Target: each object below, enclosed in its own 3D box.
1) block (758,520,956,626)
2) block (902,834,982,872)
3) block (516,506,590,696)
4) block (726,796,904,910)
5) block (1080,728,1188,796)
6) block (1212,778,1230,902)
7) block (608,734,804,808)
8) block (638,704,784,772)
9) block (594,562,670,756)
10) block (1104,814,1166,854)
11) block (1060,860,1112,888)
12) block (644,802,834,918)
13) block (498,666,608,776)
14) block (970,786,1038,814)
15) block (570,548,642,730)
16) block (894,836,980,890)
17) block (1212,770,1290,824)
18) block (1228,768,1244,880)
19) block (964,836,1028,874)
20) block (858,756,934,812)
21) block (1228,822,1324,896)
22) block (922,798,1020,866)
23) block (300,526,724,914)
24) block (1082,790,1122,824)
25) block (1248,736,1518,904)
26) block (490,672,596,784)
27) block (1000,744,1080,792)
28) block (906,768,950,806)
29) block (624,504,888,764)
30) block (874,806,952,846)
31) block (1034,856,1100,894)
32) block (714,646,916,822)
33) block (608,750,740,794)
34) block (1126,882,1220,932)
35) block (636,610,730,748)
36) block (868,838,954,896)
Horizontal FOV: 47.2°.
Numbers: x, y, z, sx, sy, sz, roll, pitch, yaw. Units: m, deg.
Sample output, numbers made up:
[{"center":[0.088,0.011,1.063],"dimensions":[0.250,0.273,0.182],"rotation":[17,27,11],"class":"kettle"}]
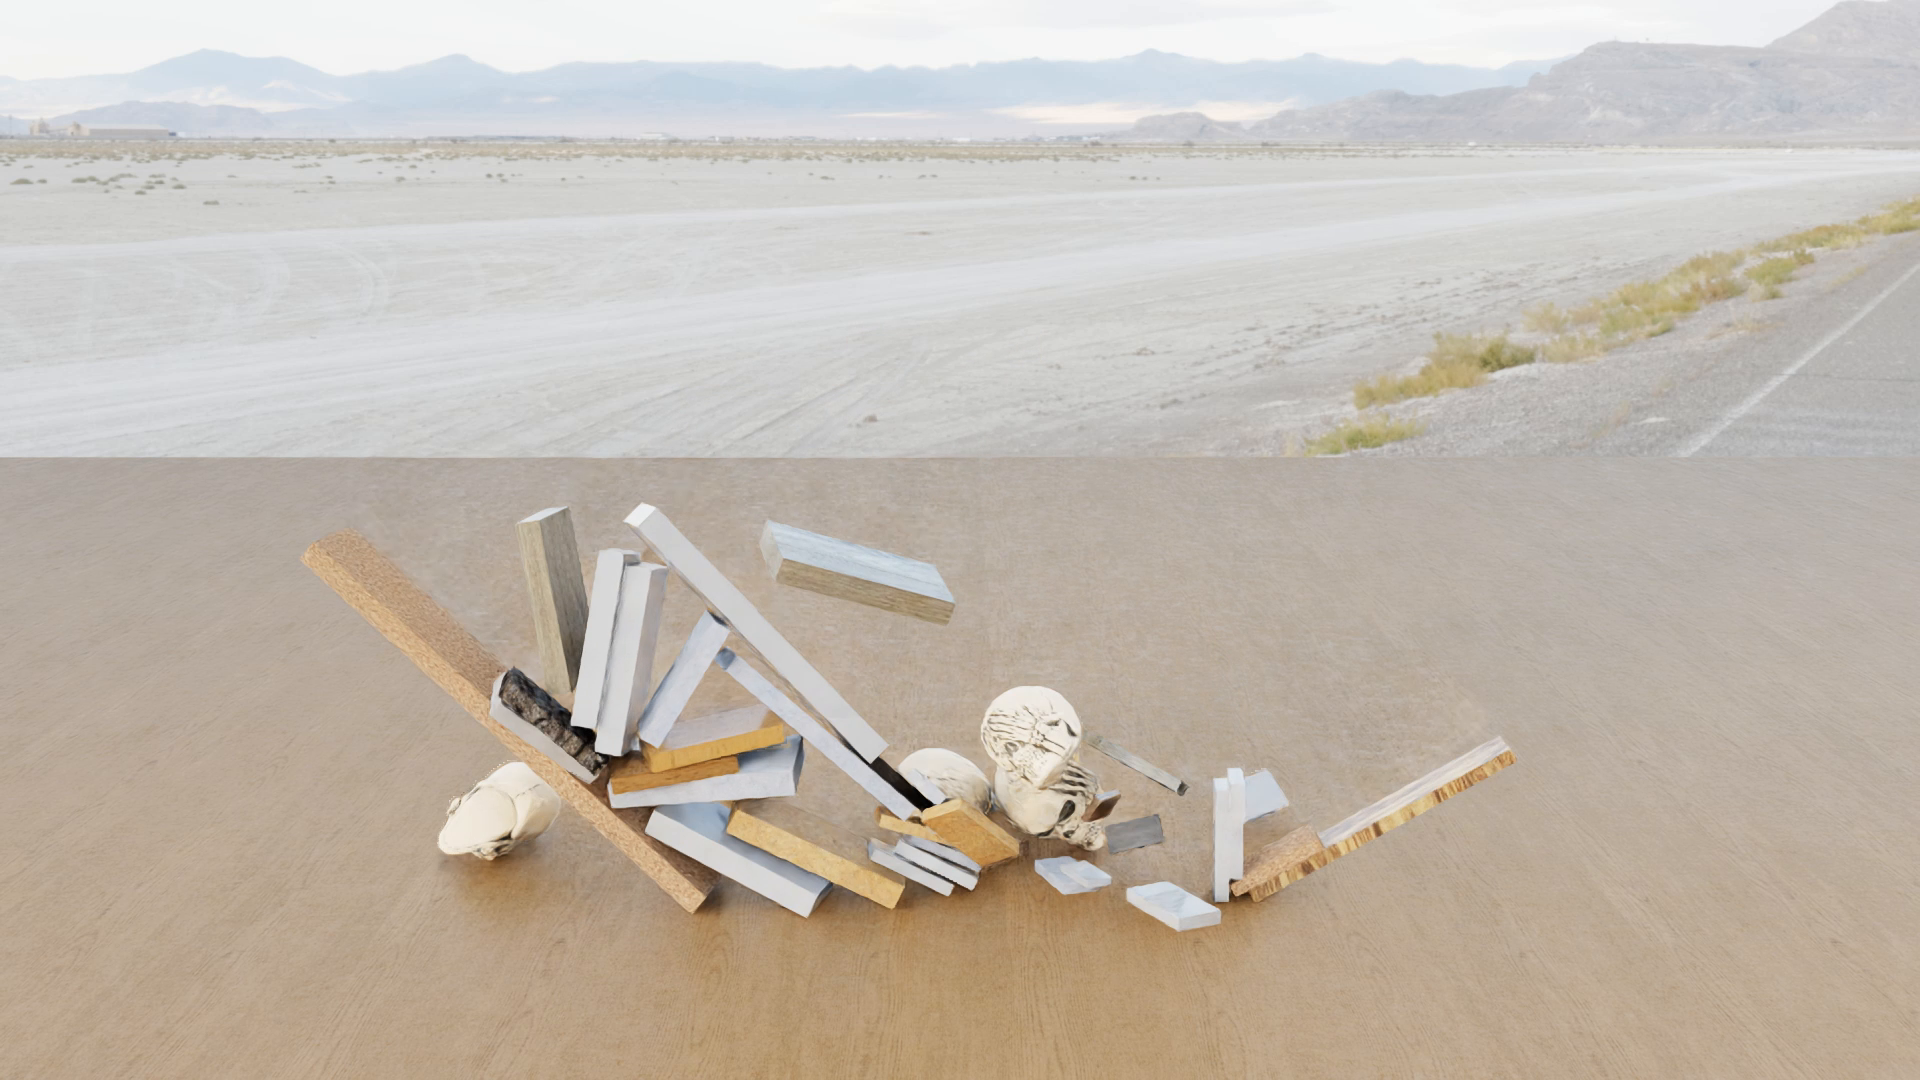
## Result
[{"center":[-0.168,0.054,3.573],"dimensions":[0.301,0.043,0.151],"rotation":[15,19,-21],"class":"block"},{"center":[-0.029,0.520,3.703],"dimensions":[0.131,0.019,0.066],"rotation":[24,0,-11],"class":"block"},{"center":[-0.650,0.097,3.566],"dimensions":[0.040,0.282,0.141],"rotation":[-7,9,11],"class":"block"},{"center":[-0.237,0.506,3.647],"dimensions":[0.301,0.043,0.151],"rotation":[26,8,-7],"class":"block"},{"center":[0.305,0.389,3.843],"dimensions":[0.193,0.021,0.075],"rotation":[28,-5,19],"class":"block"},{"center":[0.432,0.497,3.643],"dimensions":[0.022,0.188,0.079],"rotation":[1,8,3],"class":"block"},{"center":[-0.415,0.380,3.625],"dimensions":[0.302,0.043,0.151],"rotation":[-5,18,4],"class":"block"},{"center":[-0.406,0.321,3.582],"dimensions":[0.219,0.031,0.109],"rotation":[-12,18,-16],"class":"block"},{"center":[-0.531,0.191,3.567],"dimensions":[0.043,0.302,0.151],"rotation":[10,2,3],"class":"block"},{"center":[0.292,0.492,3.678],"dimensions":[0.094,0.047,0.013],"rotation":[-14,-13,10],"class":"block"},{"center":[0.212,0.560,3.687],"dimensions":[0.047,0.013,0.094],"rotation":[-5,11,-24],"class":"block"},{"center":[-0.356,0.513,3.632],"dimensions":[0.302,0.043,0.151],"rotation":[26,14,7],"class":"block"},{"center":[-0.651,0.291,3.531],"dimensions":[0.203,0.029,0.102],"rotation":[42,3,-13],"class":"block"},{"center":[0.080,0.488,4.124],"dimensions":[0.066,0.019,0.131],"rotation":[-10,1,41],"class":"block"},{"center":[-0.569,0.157,3.546],"dimensions":[0.040,0.282,0.141],"rotation":[10,1,3],"class":"block"},{"center":[-0.038,0.540,3.673],"dimensions":[0.146,0.021,0.073],"rotation":[26,0,3],"class":"block"},{"center":[0.533,0.472,4.019],"dimensions":[0.150,0.075,0.021],"rotation":[-11,-26,-45],"class":"block"},{"center":[0.455,0.469,3.640],"dimensions":[0.023,0.164,0.082],"rotation":[1,12,3],"class":"block"},{"center":[0.034,0.548,3.830],"dimensions":[0.081,0.023,0.179],"rotation":[8,13,37],"class":"block"},{"center":[-0.106,0.407,3.705],"dimensions":[0.163,0.023,0.081],"rotation":[44,-6,-22],"class":"block"},{"center":[0.521,0.531,3.657],"dimensions":[0.164,0.023,0.082],"rotation":[-30,9,7],"class":"block"},{"center":[0.018,0.476,3.580],"dimensions":[0.079,0.022,0.157],"rotation":[-22,-47,32],"class":"block"},{"center":[-0.729,0.292,3.633],"dimensions":[0.858,0.040,0.141],"rotation":[42,15,0],"class":"block"},{"center":[0.235,0.441,3.646],"dimensions":[0.013,0.047,0.094],"rotation":[35,15,21],"class":"block"},{"center":[0.690,0.461,3.636],"dimensions":[0.485,0.023,0.082],"rotation":[-30,9,6],"class":"block"},{"center":[-0.673,0.307,3.580],"dimensions":[0.203,0.029,0.102],"rotation":[40,15,-23],"class":"block"},{"center":[0.155,0.439,4.228],"dimensions":[0.150,0.021,0.075],"rotation":[8,44,-8],"class":"block"},{"center":[-0.030,0.441,3.697],"dimensions":[0.081,0.023,0.163],"rotation":[39,-7,31],"class":"block"},{"center":[-0.332,0.152,3.579],"dimensions":[0.043,0.543,0.151],"rotation":[-45,15,-9],"class":"block"},{"center":[-0.068,0.479,3.670],"dimensions":[0.146,0.021,0.073],"rotation":[16,2,-10],"class":"block"},{"center":[0.182,0.569,3.732],"dimensions":[0.066,0.019,0.131],"rotation":[-4,11,-19],"class":"block"},{"center":[-0.238,0.318,3.608],"dimensions":[0.396,0.031,0.109],"rotation":[42,-6,-17],"class":"block"},{"center":[-0.468,0.364,3.574],"dimensions":[0.203,0.029,0.102],"rotation":[-9,18,-11],"class":"block"},{"center":[0.347,0.595,3.579],"dimensions":[0.079,0.022,0.158],"rotation":[-5,12,-27],"class":"block"},{"center":[-0.445,0.222,3.530],"dimensions":[0.031,0.219,0.109],"rotation":[32,0,-15],"class":"block"},{"center":[-0.082,0.543,3.659],"dimensions":[0.146,0.021,0.073],"rotation":[26,4,-8],"class":"block"}]
